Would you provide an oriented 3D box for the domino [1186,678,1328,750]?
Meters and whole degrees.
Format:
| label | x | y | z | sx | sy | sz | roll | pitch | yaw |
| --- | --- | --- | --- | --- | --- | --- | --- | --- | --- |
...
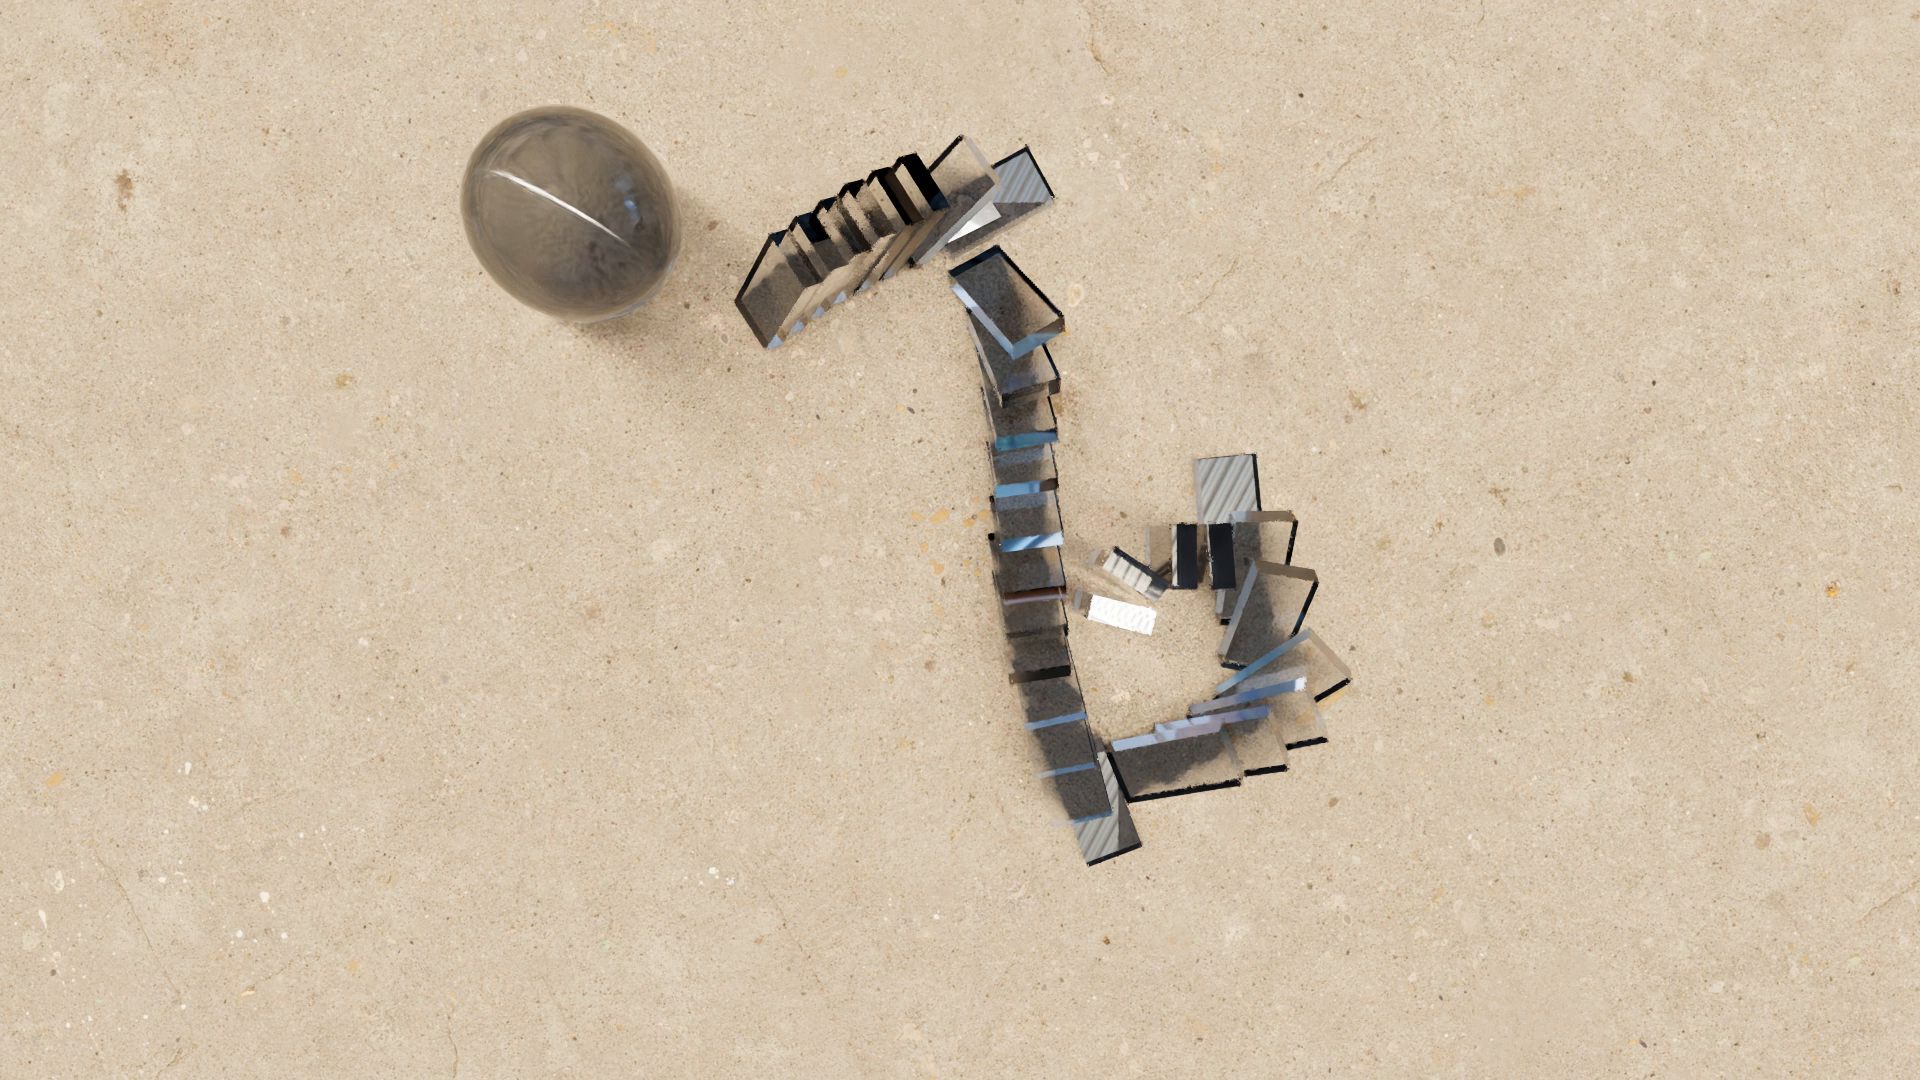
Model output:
| label | x | y | z | sx | sy | sz | roll | pitch | yaw |
| --- | --- | --- | --- | --- | --- | --- | --- | --- | --- |
| domino | 0.123 | 0.076 | 0.382 | 0.050 | 0.010 | 0.025 | -21 | 99 | 29 |

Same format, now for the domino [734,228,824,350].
| label | x | y | z | sx | sy | sz | roll | pitch | yaw |
| --- | --- | --- | --- | --- | --- | --- | --- | --- | --- |
| domino | -0.075 | -0.102 | 0.377 | 0.009 | 0.050 | 0.025 | -33 | 90 | -35 |

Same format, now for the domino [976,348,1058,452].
| label | x | y | z | sx | sy | sz | roll | pitch | yaw |
| --- | --- | --- | --- | --- | --- | --- | --- | --- | --- |
| domino | 0.023 | -0.062 | 0.383 | 0.025 | 0.009 | 0.050 | -10 | 60 | -1 |

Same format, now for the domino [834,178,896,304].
| label | x | y | z | sx | sy | sz | roll | pitch | yaw |
| --- | --- | --- | --- | --- | --- | --- | --- | --- | --- |
| domino | -0.047 | -0.121 | 0.377 | 0.009 | 0.050 | 0.025 | -32 | 90 | -35 |

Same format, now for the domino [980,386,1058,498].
| label | x | y | z | sx | sy | sz | roll | pitch | yaw |
| --- | --- | --- | --- | --- | --- | --- | --- | --- | --- |
| domino | 0.024 | -0.043 | 0.384 | 0.025 | 0.010 | 0.050 | -8 | 62 | 0 |

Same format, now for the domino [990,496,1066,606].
| label | x | y | z | sx | sy | sz | roll | pitch | yaw |
| --- | --- | --- | --- | --- | --- | --- | --- | --- | --- |
| domino | 0.028 | 0.002 | 0.381 | 0.025 | 0.009 | 0.050 | -8 | 53 | 1 |

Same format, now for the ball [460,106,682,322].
| label | x | y | z | sx | sy | sz | roll | pitch | yaw |
| --- | --- | --- | --- | --- | --- | --- | --- | --- | --- |
| ball | -0.151 | -0.127 | 0.360 | 0.080 | 0.080 | 0.080 | 0 | 90 | 0 |

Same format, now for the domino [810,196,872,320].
| label | x | y | z | sx | sy | sz | roll | pitch | yaw |
| --- | --- | --- | --- | --- | --- | --- | --- | --- | --- |
| domino | -0.056 | -0.115 | 0.377 | 0.009 | 0.050 | 0.025 | -32 | 90 | -35 |

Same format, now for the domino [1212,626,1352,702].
| label | x | y | z | sx | sy | sz | roll | pitch | yaw |
| --- | --- | --- | --- | --- | --- | --- | --- | --- | --- |
| domino | 0.134 | 0.061 | 0.383 | 0.025 | 0.010 | 0.050 | 46 | 122 | -1 |

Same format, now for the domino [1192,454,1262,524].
| label | x | y | z | sx | sy | sz | roll | pitch | yaw |
| --- | --- | --- | --- | --- | --- | --- | --- | --- | --- |
| domino | 0.116 | -0.011 | 0.395 | 0.025 | 0.010 | 0.050 | -6 | 90 | 0 |

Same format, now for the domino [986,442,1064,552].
| label | x | y | z | sx | sy | sz | roll | pitch | yaw |
| --- | --- | --- | --- | --- | --- | --- | --- | --- | --- |
| domino | 0.027 | -0.020 | 0.383 | 0.025 | 0.010 | 0.050 | -8 | 58 | 0 |

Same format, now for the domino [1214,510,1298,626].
| label | x | y | z | sx | sy | sz | roll | pitch | yaw |
| --- | --- | --- | --- | --- | --- | --- | --- | --- | --- |
| domino | 0.123 | 0.012 | 0.384 | 0.025 | 0.010 | 0.050 | 0 | 119 | 0 |

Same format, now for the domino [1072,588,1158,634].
| label | x | y | z | sx | sy | sz | roll | pitch | yaw |
| --- | --- | --- | --- | --- | --- | --- | --- | --- | --- |
| domino | 0.062 | 0.029 | 0.375 | 0.025 | 0.050 | 0.010 | 14 | 90 | 0 |

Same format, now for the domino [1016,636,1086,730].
| label | x | y | z | sx | sy | sz | roll | pitch | yaw |
| --- | --- | --- | --- | --- | --- | --- | --- | --- | --- |
| domino | 0.034 | 0.052 | 0.384 | 0.025 | 0.009 | 0.050 | -12 | 61 | 0 |

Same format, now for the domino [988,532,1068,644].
| label | x | y | z | sx | sy | sz | roll | pitch | yaw |
| --- | --- | --- | --- | --- | --- | --- | --- | --- | --- |
| domino | 0.028 | 0.018 | 0.381 | 0.025 | 0.010 | 0.050 | -9 | 53 | 0 |

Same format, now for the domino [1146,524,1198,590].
| label | x | y | z | sx | sy | sz | roll | pitch | yaw |
| --- | --- | --- | --- | --- | --- | --- | --- | --- | --- |
| domino | 0.086 | 0.006 | 0.375 | 0.009 | 0.050 | 0.025 | -1 | 90 | 0 |

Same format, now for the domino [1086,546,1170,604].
| label | x | y | z | sx | sy | sz | roll | pitch | yaw |
| --- | --- | --- | --- | --- | --- | --- | --- | --- | --- |
| domino | 0.067 | 0.013 | 0.375 | 0.025 | 0.050 | 0.010 | 34 | 90 | 0 |

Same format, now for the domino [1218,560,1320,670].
| label | x | y | z | sx | sy | sz | roll | pitch | yaw |
| --- | --- | --- | --- | --- | --- | --- | --- | --- | --- |
| domino | 0.128 | 0.033 | 0.383 | 0.025 | 0.010 | 0.050 | 10 | 122 | 0 |

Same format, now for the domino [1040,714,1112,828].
| label | x | y | z | sx | sy | sz | roll | pitch | yaw |
| --- | --- | --- | --- | --- | --- | --- | --- | --- | --- |
| domino | 0.045 | 0.092 | 0.383 | 0.025 | 0.009 | 0.050 | -13 | 61 | 2 |

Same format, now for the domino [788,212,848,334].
| label | x | y | z | sx | sy | sz | roll | pitch | yaw |
| --- | --- | --- | --- | --- | --- | --- | --- | --- | --- |
| domino | -0.066 | -0.109 | 0.377 | 0.010 | 0.050 | 0.025 | -33 | 90 | -35 |

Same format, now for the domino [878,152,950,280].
| label | x | y | z | sx | sy | sz | roll | pitch | yaw |
| --- | --- | --- | --- | --- | --- | --- | --- | --- | --- |
| domino | -0.026 | -0.132 | 0.377 | 0.009 | 0.050 | 0.025 | -32 | 90 | -35 |

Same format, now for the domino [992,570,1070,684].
| label | x | y | z | sx | sy | sz | roll | pitch | yaw |
| --- | --- | --- | --- | --- | --- | --- | --- | --- | --- |
| domino | 0.029 | 0.034 | 0.381 | 0.025 | 0.010 | 0.050 | -8 | 53 | 1 |

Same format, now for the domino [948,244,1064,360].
| label | x | y | z | sx | sy | sz | roll | pitch | yaw |
| --- | --- | --- | --- | --- | --- | --- | --- | --- | --- |
| domino | 0.019 | -0.100 | 0.382 | 0.025 | 0.009 | 0.050 | -31 | 62 | -9 |

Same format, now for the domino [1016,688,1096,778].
| label | x | y | z | sx | sy | sz | roll | pitch | yaw |
| --- | --- | --- | --- | --- | --- | --- | --- | --- | --- |
| domino | 0.039 | 0.072 | 0.384 | 0.025 | 0.009 | 0.050 | -11 | 61 | 1 |

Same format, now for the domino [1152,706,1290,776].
| label | x | y | z | sx | sy | sz | roll | pitch | yaw |
| --- | --- | --- | --- | --- | --- | --- | --- | --- | --- |
| domino | 0.108 | 0.086 | 0.382 | 0.050 | 0.009 | 0.025 | -17 | 101 | 29 |

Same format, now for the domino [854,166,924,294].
| label | x | y | z | sx | sy | sz | roll | pitch | yaw |
| --- | --- | --- | --- | --- | --- | --- | --- | --- | --- |
| domino | -0.036 | -0.126 | 0.377 | 0.010 | 0.050 | 0.025 | -32 | 90 | -35 |

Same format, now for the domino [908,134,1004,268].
| label | x | y | z | sx | sy | sz | roll | pitch | yaw |
| --- | --- | --- | --- | --- | --- | --- | --- | --- | --- |
| domino | -0.008 | -0.140 | 0.382 | 0.050 | 0.010 | 0.025 | -36 | 86 | 31 |

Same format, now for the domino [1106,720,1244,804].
| label | x | y | z | sx | sy | sz | roll | pitch | yaw |
| --- | --- | --- | --- | --- | --- | --- | --- | --- | --- |
| domino | 0.089 | 0.093 | 0.382 | 0.050 | 0.009 | 0.025 | -19 | 100 | 29 |

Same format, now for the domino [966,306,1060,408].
| label | x | y | z | sx | sy | sz | roll | pitch | yaw |
| --- | --- | --- | --- | --- | --- | --- | --- | --- | --- |
| domino | 0.022 | -0.080 | 0.382 | 0.025 | 0.009 | 0.050 | -16 | 60 | -5 |

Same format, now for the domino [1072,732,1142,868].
| label | x | y | z | sx | sy | sz | roll | pitch | yaw |
| --- | --- | --- | --- | --- | --- | --- | --- | --- | --- |
| domino | 0.057 | 0.112 | 0.395 | 0.025 | 0.010 | 0.050 | -21 | 90 | 0 |

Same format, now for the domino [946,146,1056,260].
| label | x | y | z | sx | sy | sz | roll | pitch | yaw |
| --- | --- | --- | --- | --- | --- | --- | --- | --- | --- |
| domino | 0.013 | -0.145 | 0.395 | 0.050 | 0.009 | 0.025 | -29 | 90 | 0 |

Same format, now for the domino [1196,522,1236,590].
| label | x | y | z | sx | sy | sz | roll | pitch | yaw |
| --- | --- | --- | --- | --- | --- | --- | --- | --- | --- |
| domino | 0.100 | 0.006 | 0.375 | 0.010 | 0.050 | 0.025 | -4 | 90 | 0 |
